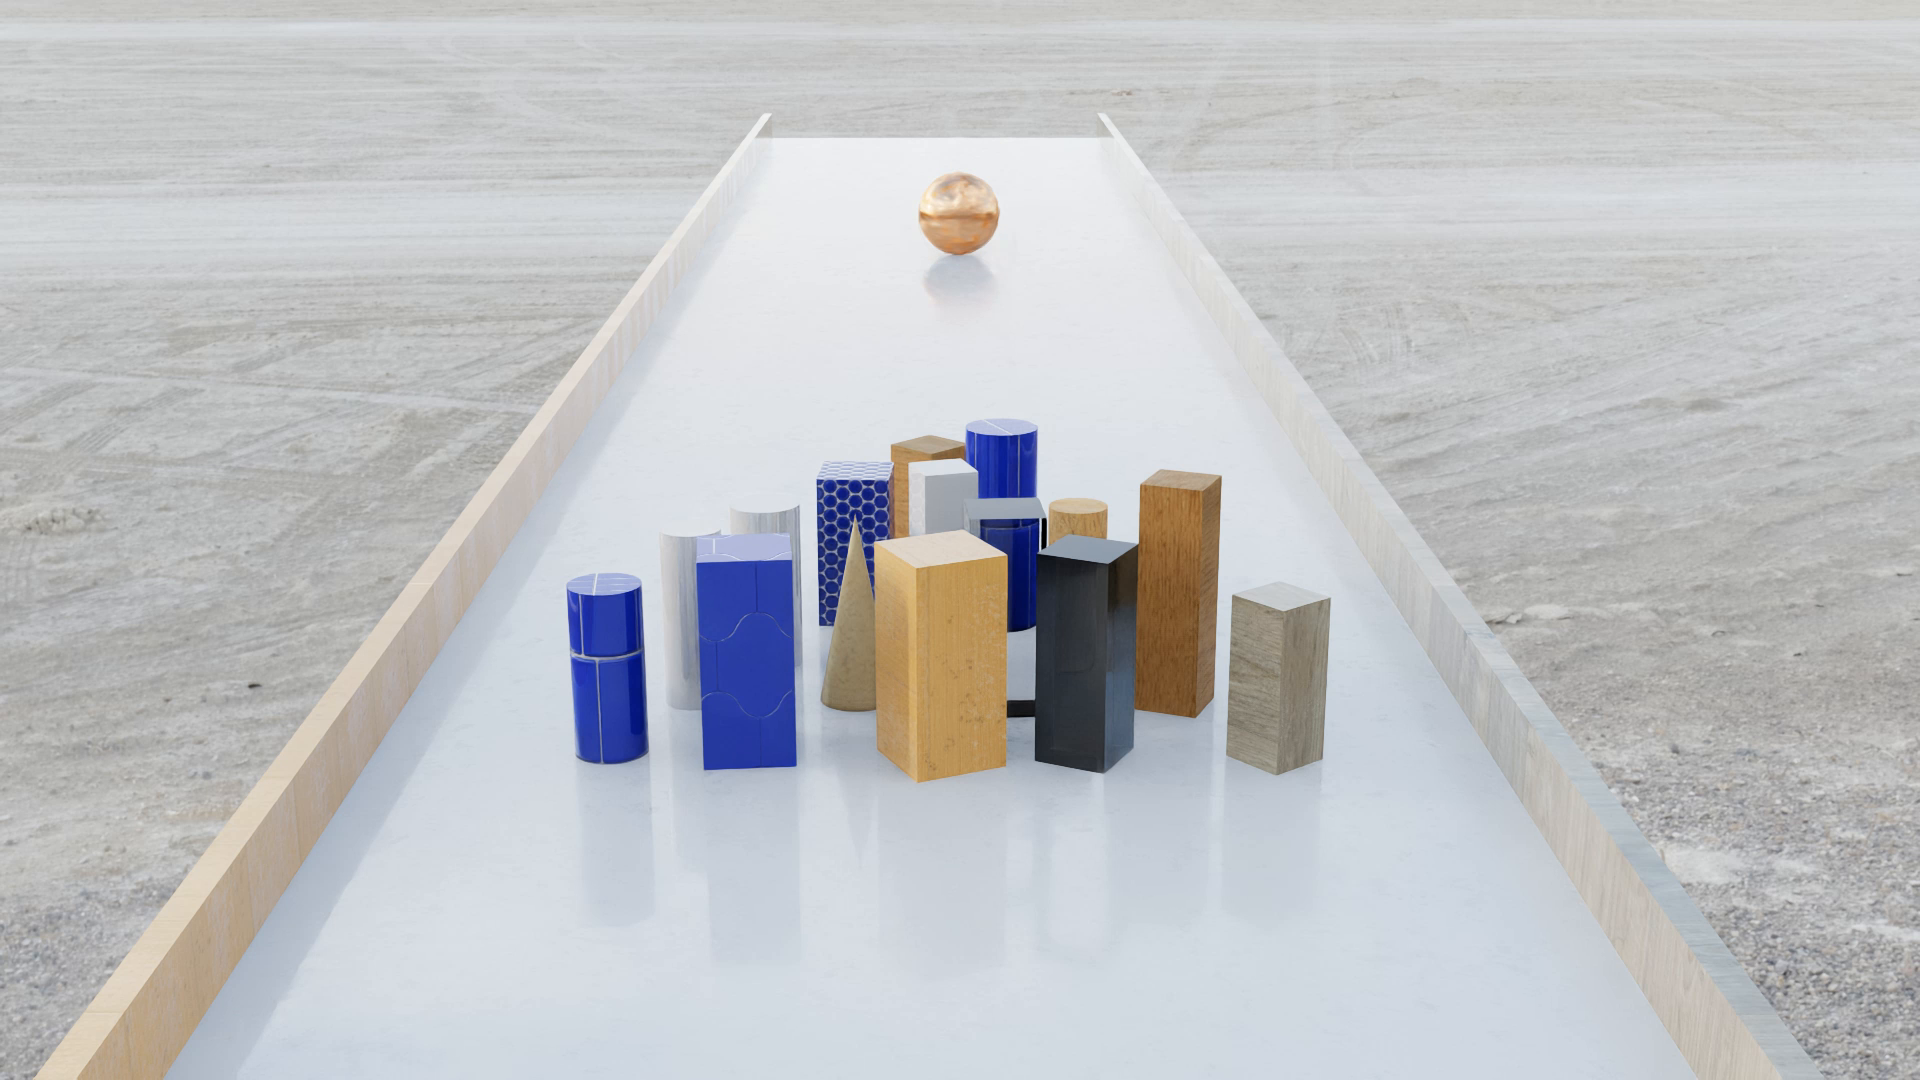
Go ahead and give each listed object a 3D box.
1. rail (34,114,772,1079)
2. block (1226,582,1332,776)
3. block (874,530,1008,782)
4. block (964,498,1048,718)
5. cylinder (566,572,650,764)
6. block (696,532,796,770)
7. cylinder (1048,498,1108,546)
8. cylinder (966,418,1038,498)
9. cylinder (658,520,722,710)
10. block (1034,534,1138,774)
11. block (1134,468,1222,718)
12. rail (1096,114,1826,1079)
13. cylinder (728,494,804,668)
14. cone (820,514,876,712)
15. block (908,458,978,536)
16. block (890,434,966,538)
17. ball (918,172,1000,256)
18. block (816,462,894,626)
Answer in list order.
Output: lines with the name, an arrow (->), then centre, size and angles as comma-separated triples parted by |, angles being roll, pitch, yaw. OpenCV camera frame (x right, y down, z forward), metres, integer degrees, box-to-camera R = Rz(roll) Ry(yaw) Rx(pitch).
rail -> -1.118, -0.838, 7.780 | 0.050, 0.150, 12.000 | 0, 17, -1
block -> 0.561, 0.242, 3.880 | 0.121, 0.303, 0.121 | -13, 21, -37
block -> -0.034, 0.201, 3.866 | 0.173, 0.390, 0.173 | -8, 18, -25
block -> 0.083, 0.127, 4.121 | 0.141, 0.387, 0.141 | -1, 17, -4
cylinder -> -0.625, 0.228, 3.907 | 0.132, 0.315, 0.132 | 0, 17, 0
block -> -0.378, 0.196, 3.897 | 0.163, 0.382, 0.163 | -2, 17, -6
cylinder -> 0.234, 0.083, 4.397 | 0.117, 0.314, 0.117 | 0, 17, 0
cylinder -> 0.087, -0.039, 4.638 | 0.152, 0.410, 0.152 | 0, 17, 0
cylinder -> -0.504, 0.141, 4.152 | 0.117, 0.342, 0.117 | 0, 17, 0
block -> 0.223, 0.199, 3.880 | 0.134, 0.385, 0.134 | 8, 18, 26
block -> 0.408, 0.100, 4.120 | 0.120, 0.440, 0.120 | 7, 18, 22
rail -> 0.932, -0.844, 7.801 | 0.050, 0.150, 12.000 | 0, 17, -1
cylinder -> -0.384, 0.085, 4.365 | 0.139, 0.328, 0.139 | 0, 17, 0
cone -> -0.195, 0.126, 4.156 | 0.144, 0.368, 0.144 | 0, 17, 0
block -> -0.033, 0.049, 4.361 | 0.108, 0.400, 0.108 | -5, 17, -17
block -> -0.065, -0.061, 4.886 | 0.124, 0.312, 0.124 | 15, 22, 41
ball -> -0.005, -1.370, 9.229 | 0.345, 0.345, 0.345 | 0, 17, 0
block -> -0.218, 0.008, 4.642 | 0.150, 0.319, 0.150 | 1, 17, 3
